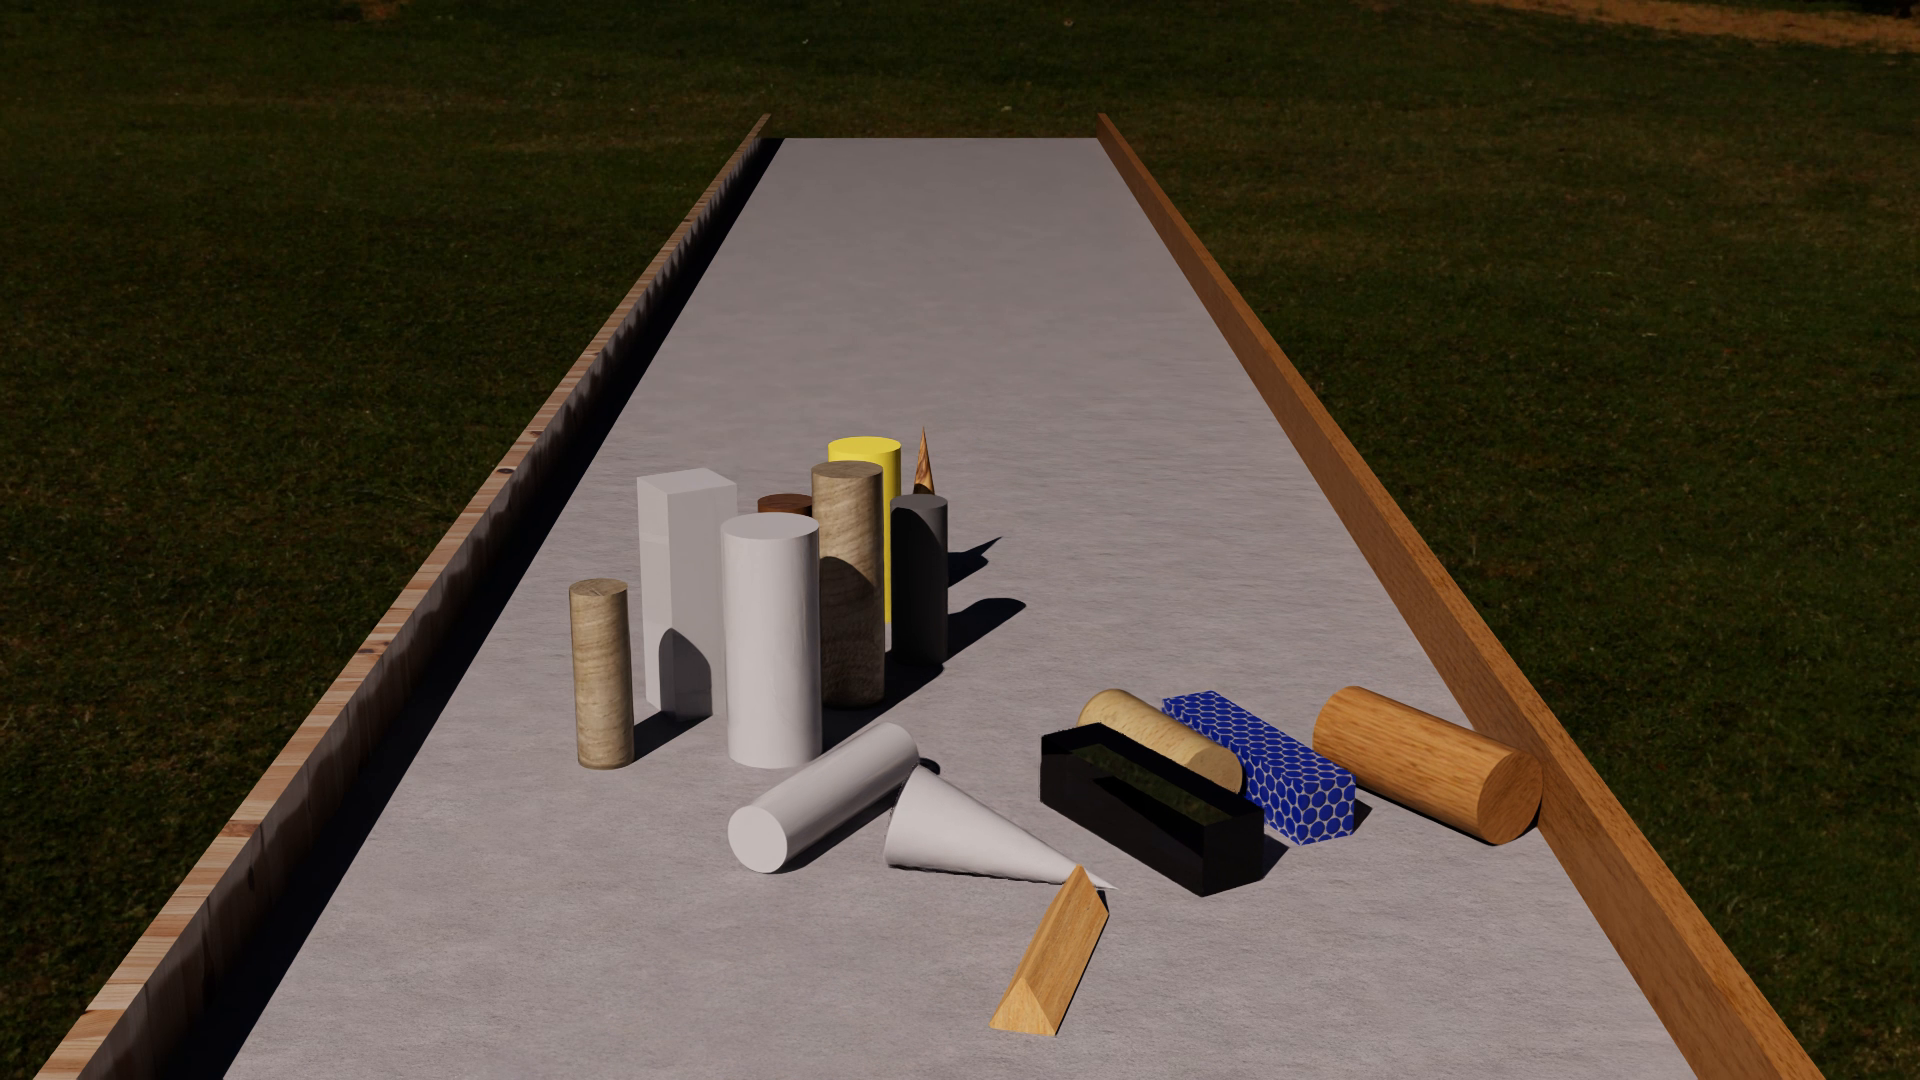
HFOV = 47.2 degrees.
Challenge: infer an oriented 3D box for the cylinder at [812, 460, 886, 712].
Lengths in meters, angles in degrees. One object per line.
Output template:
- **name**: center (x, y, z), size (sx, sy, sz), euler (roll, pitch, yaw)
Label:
- **cylinder**: center (-0.209, 0.086, 4.141), size (0.134, 0.454, 0.134), euler (0, 17, 0)

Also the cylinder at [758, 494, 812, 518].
- **cylinder**: center (-0.340, 0.083, 4.362), size (0.115, 0.333, 0.115), euler (0, 17, 0)

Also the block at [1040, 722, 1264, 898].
- **block**: center (0.304, 0.430, 3.569), size (0.120, 0.120, 0.438), euler (-10, 19, -31)

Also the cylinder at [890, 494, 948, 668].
- **cylinder**: center (-0.081, 0.080, 4.384), size (0.114, 0.326, 0.114), euler (0, 17, 0)

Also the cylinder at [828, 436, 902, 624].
- **cylinder**: center (-0.199, -0.020, 4.645), size (0.152, 0.370, 0.152), euler (0, 17, 0)

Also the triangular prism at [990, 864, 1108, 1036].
- **triangular prism**: center (0.132, 0.576, 3.143), size (0.092, 0.079, 0.372), euler (4, 17, 14)

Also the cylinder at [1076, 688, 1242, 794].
- **cylinder**: center (0.337, 0.366, 3.762), size (0.134, 0.134, 0.311), euler (-9, 19, -27)

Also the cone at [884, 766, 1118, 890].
- **cone**: center (0.080, 0.488, 3.444), size (0.360, 0.165, 0.165), euler (18, 20, 12)

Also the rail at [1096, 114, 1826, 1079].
- **rail**: center (0.932, -0.844, 7.801), size (0.050, 0.150, 12.000), euler (0, 17, -1)

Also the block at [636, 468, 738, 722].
- **block**: center (-0.504, 0.101, 4.114), size (0.139, 0.440, 0.139), euler (-10, 19, -29)

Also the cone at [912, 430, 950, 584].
- **cone**: center (-0.080, -0.078, 4.861), size (0.115, 0.358, 0.115), euler (0, 17, 0)

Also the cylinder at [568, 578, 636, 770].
- **cylinder**: center (-0.628, 0.236, 3.867), size (0.101, 0.322, 0.101), euler (0, 17, 0)

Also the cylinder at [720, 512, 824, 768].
- **cylinder**: center (-0.332, 0.176, 3.896), size (0.172, 0.420, 0.172), euler (0, 17, 0)

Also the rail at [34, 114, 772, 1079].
- **rail**: center (-1.118, -0.838, 7.780), size (0.050, 0.150, 12.000), euler (0, 17, -1)

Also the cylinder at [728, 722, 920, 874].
- **cylinder**: center (-0.218, 0.419, 3.622), size (0.112, 0.112, 0.410), euler (9, 19, 28)

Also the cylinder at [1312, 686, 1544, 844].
- **cylinder**: center (0.780, 0.373, 3.694), size (0.158, 0.158, 0.371), euler (-12, 20, -34)

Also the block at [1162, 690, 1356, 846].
- **block**: center (0.502, 0.383, 3.758), size (0.103, 0.103, 0.440), euler (-8, 18, -25)
